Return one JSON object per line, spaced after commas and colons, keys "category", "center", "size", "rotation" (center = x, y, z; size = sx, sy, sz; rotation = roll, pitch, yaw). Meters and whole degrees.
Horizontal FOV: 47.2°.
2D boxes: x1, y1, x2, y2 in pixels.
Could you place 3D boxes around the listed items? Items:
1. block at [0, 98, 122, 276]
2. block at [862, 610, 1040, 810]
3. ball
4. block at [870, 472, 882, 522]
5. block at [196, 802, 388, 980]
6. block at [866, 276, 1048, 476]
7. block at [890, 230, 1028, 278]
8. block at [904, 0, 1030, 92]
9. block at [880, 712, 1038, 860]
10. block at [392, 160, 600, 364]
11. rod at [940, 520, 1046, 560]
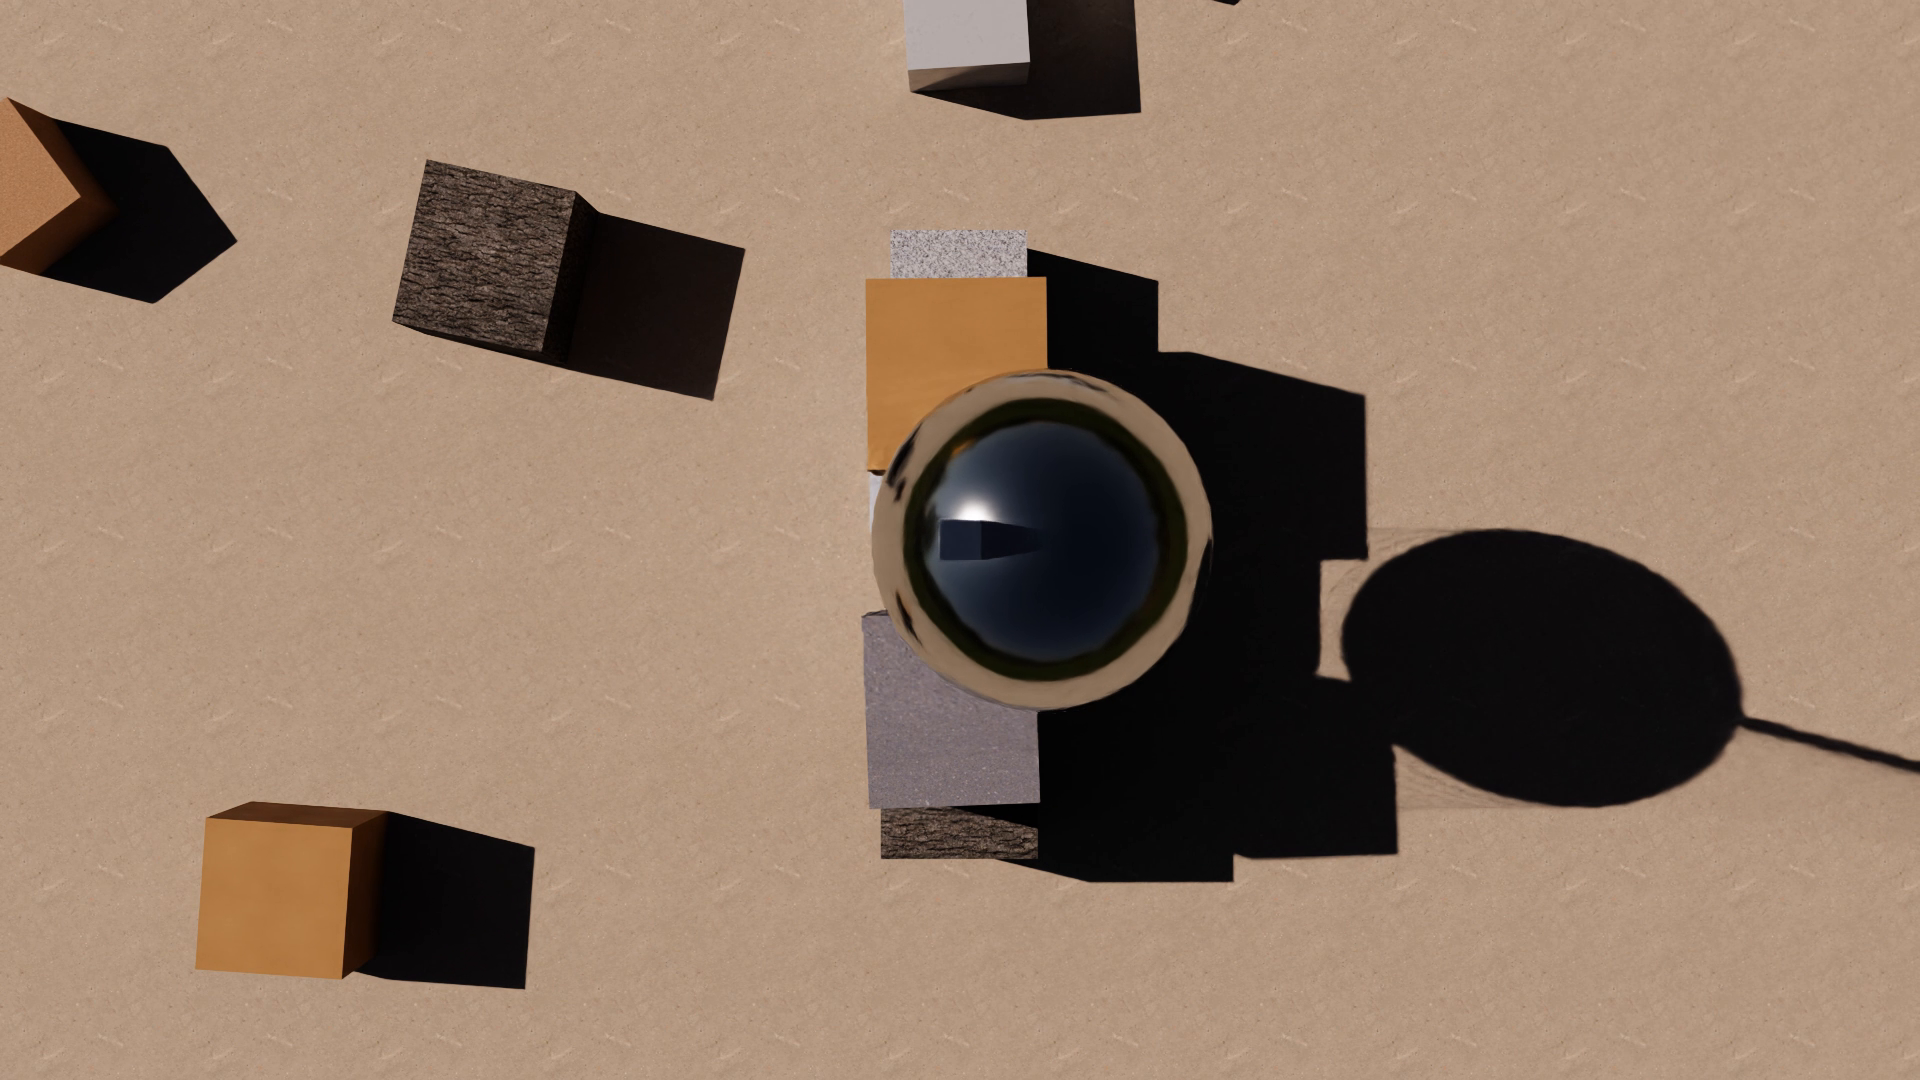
{"category": "block", "center": [-5.409, -2.029, 12.691], "size": [0.622, 0.617, 0.700], "rotation": [-37, 90, 0]}
{"category": "block", "center": [-0.045, 0.851, 11.470], "size": [0.857, 0.897, 0.964], "rotation": [-2, 90, 0]}
{"category": "ball", "center": [0.382, 0.000, 10.239], "size": [1.600, 1.600, 1.600], "rotation": [0, 90, 0]}
{"category": "block", "center": [-0.004, -0.499, 12.584], "size": [0.988, 0.833, 0.918], "rotation": [0, 90, 0]}
{"category": "block", "center": [-3.813, 1.993, 12.609], "size": [0.816, 0.781, 0.844], "rotation": [4, 90, 0]}
{"category": "block", "center": [-0.016, -0.850, 11.700], "size": [0.924, 0.935, 0.978], "rotation": [-1, 90, 0]}
{"category": "block", "center": [-0.007, -1.350, 12.639], "size": [0.762, 0.721, 0.764], "rotation": [0, 90, 0]}
{"category": "block", "center": [0.028, -3.012, 12.694], "size": [0.691, 0.613, 0.685], "rotation": [-4, 90, 0]}
{"category": "block", "center": [-0.005, 1.246, 12.460], "size": [0.851, 1.081, 0.965], "rotation": [0, 90, 0]}
{"category": "block", "center": [-2.646, -1.577, 12.609], "size": [0.850, 0.782, 0.922], "rotation": [12, 90, 0]}
{"category": "rod", "center": [0.165, 0.000, 6.846], "size": [0.080, 5.200, 0.080], "rotation": [0, 90, 4]}
